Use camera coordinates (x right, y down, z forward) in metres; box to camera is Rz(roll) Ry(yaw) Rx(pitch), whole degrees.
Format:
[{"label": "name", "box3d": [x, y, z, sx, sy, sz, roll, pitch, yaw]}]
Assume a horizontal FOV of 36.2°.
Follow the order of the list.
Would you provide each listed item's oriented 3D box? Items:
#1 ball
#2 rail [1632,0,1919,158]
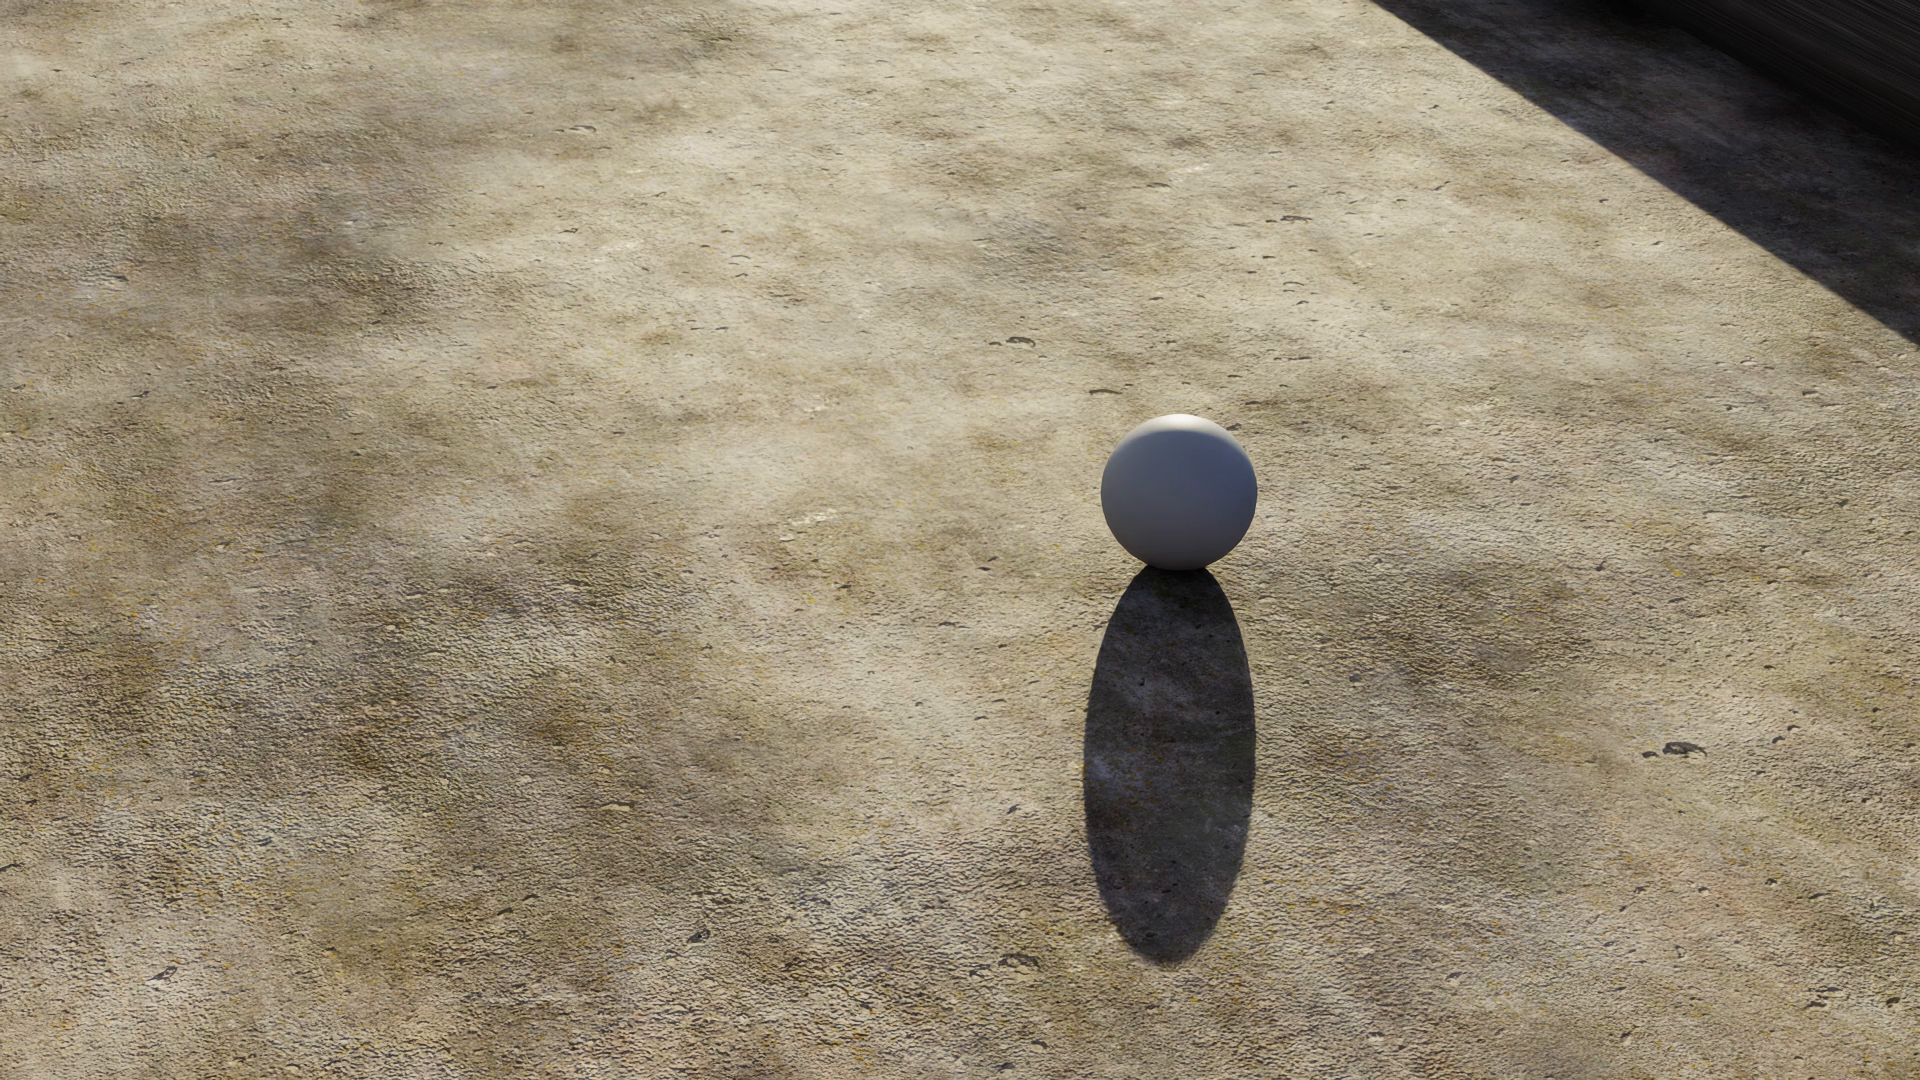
[{"label": "ball", "box3d": [0.139, -0.030, 1.870, 0.100, 0.100, 0.100, 0, 28, 0]}, {"label": "rail", "box3d": [0.630, -0.608, 2.916, 0.045, 0.130, 3.752, -10, 30, -18]}]
